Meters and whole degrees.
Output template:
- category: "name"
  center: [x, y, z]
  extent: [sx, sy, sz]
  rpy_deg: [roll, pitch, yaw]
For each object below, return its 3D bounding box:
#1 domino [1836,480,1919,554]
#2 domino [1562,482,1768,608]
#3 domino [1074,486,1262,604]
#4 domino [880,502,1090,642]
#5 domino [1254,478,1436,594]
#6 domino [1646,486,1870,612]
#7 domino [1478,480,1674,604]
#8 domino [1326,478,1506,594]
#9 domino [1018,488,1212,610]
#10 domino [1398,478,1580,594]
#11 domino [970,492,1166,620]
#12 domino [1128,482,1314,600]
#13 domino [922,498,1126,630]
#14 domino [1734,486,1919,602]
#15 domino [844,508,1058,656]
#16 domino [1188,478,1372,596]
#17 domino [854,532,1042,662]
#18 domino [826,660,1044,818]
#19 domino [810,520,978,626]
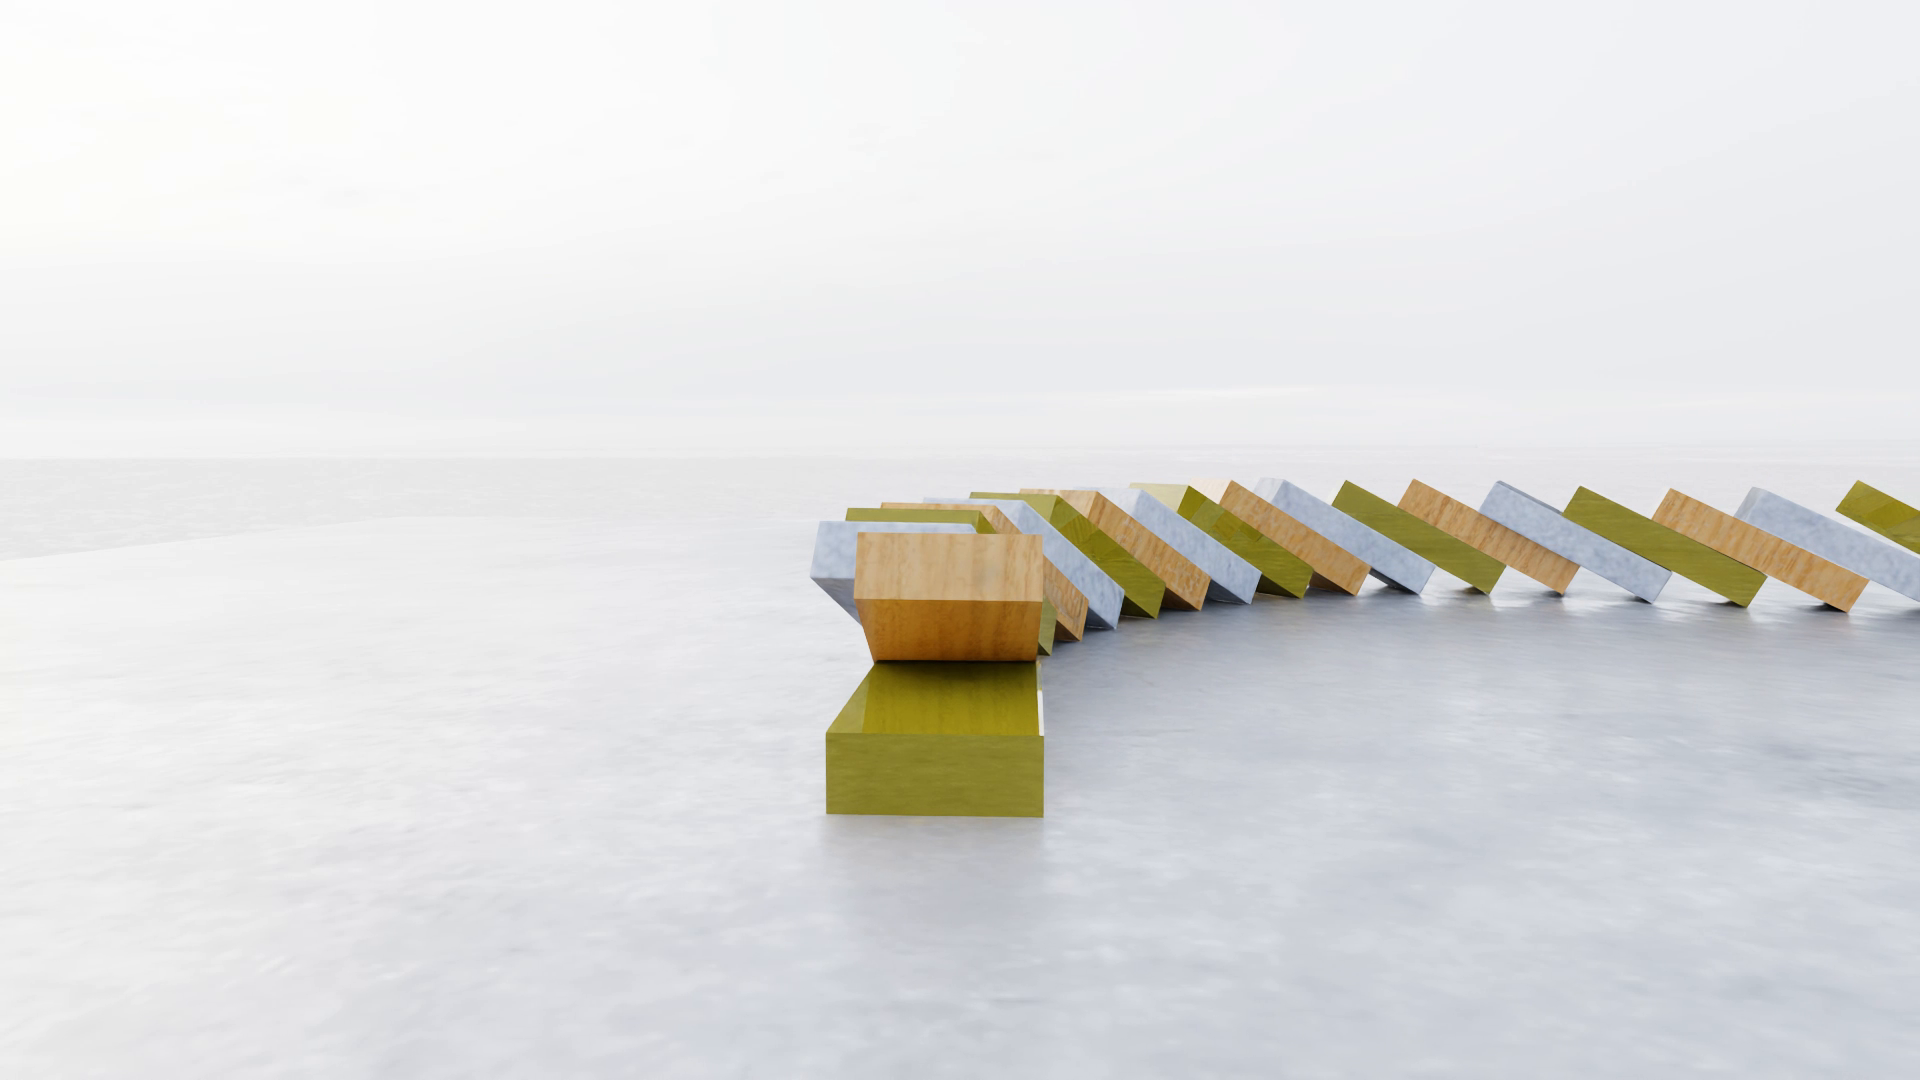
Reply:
- category: "domino"
  center: [0.255, 0.001, 0.328]
  extent: [0.025, 0.009, 0.050]
  rpy_deg: [-3, 35, -43]
- category: "domino"
  center: [0.191, 0.001, 0.351]
  extent: [0.050, 0.010, 0.025]
  rpy_deg: [31, 16, 20]
- category: "domino"
  center: [0.053, 0.002, 0.337]
  extent: [0.050, 0.010, 0.025]
  rpy_deg: [30, -14, -34]
- category: "domino"
  center: [0.005, 0.007, 0.264]
  extent: [0.025, 0.009, 0.050]
  rpy_deg: [2, -22, 29]
- category: "domino"
  center: [0.110, -0.002, 0.373]
  extent: [0.050, 0.009, 0.025]
  rpy_deg: [29, 3, -3]
- category: "domino"
  center: [0.211, 0.001, 0.342]
  extent: [0.050, 0.009, 0.025]
  rpy_deg: [31, 16, 20]
- category: "domino"
  center: [0.172, 0.000, 0.360]
  extent: [0.050, 0.010, 0.025]
  rpy_deg: [32, 16, 20]
- category: "domino"
  center: [0.132, -0.002, 0.376]
  extent: [0.050, 0.009, 0.025]
  rpy_deg: [30, 9, 9]
- category: "domino"
  center: [0.038, 0.003, 0.321]
  extent: [0.025, 0.010, 0.050]
  rpy_deg: [5, -21, 47]
- category: "domino"
  center: [0.153, -0.002, 0.373]
  extent: [0.050, 0.010, 0.025]
  rpy_deg: [31, 13, 19]
- category: "domino"
  center: [0.025, 0.004, 0.304]
  extent: [0.025, 0.010, 0.050]
  rpy_deg: [4, -22, 41]
- category: "domino"
  center: [0.070, 0.000, 0.351]
  extent: [0.050, 0.010, 0.025]
  rpy_deg: [30, -10, -27]
- category: "domino"
  center: [0.014, 0.006, 0.284]
  extent: [0.025, 0.010, 0.050]
  rpy_deg: [3, -22, 35]
- category: "domino"
  center: [0.231, 0.002, 0.334]
  extent: [0.050, 0.010, 0.025]
  rpy_deg: [30, 16, 20]
- category: "domino"
  center: [-0.001, 0.009, 0.242]
  extent: [0.025, 0.010, 0.050]
  rpy_deg: [2, -23, 22]
- category: "domino"
  center: [0.089, -0.001, 0.364]
  extent: [0.050, 0.010, 0.025]
  rpy_deg: [29, -4, -15]
- category: "domino"
  center: [-0.001, 0.013, 0.195]
  extent: [0.025, 0.009, 0.050]
  rpy_deg: [1, -21, 2]
- category: "domino"
  center: [-0.002, 0.025, 0.171]
  extent: [0.025, 0.010, 0.050]
  rpy_deg: [0, 4, 3]
- category: "domino"
  center: [-0.004, 0.011, 0.220]
  extent: [0.025, 0.010, 0.050]
  rpy_deg: [1, -21, 17]
